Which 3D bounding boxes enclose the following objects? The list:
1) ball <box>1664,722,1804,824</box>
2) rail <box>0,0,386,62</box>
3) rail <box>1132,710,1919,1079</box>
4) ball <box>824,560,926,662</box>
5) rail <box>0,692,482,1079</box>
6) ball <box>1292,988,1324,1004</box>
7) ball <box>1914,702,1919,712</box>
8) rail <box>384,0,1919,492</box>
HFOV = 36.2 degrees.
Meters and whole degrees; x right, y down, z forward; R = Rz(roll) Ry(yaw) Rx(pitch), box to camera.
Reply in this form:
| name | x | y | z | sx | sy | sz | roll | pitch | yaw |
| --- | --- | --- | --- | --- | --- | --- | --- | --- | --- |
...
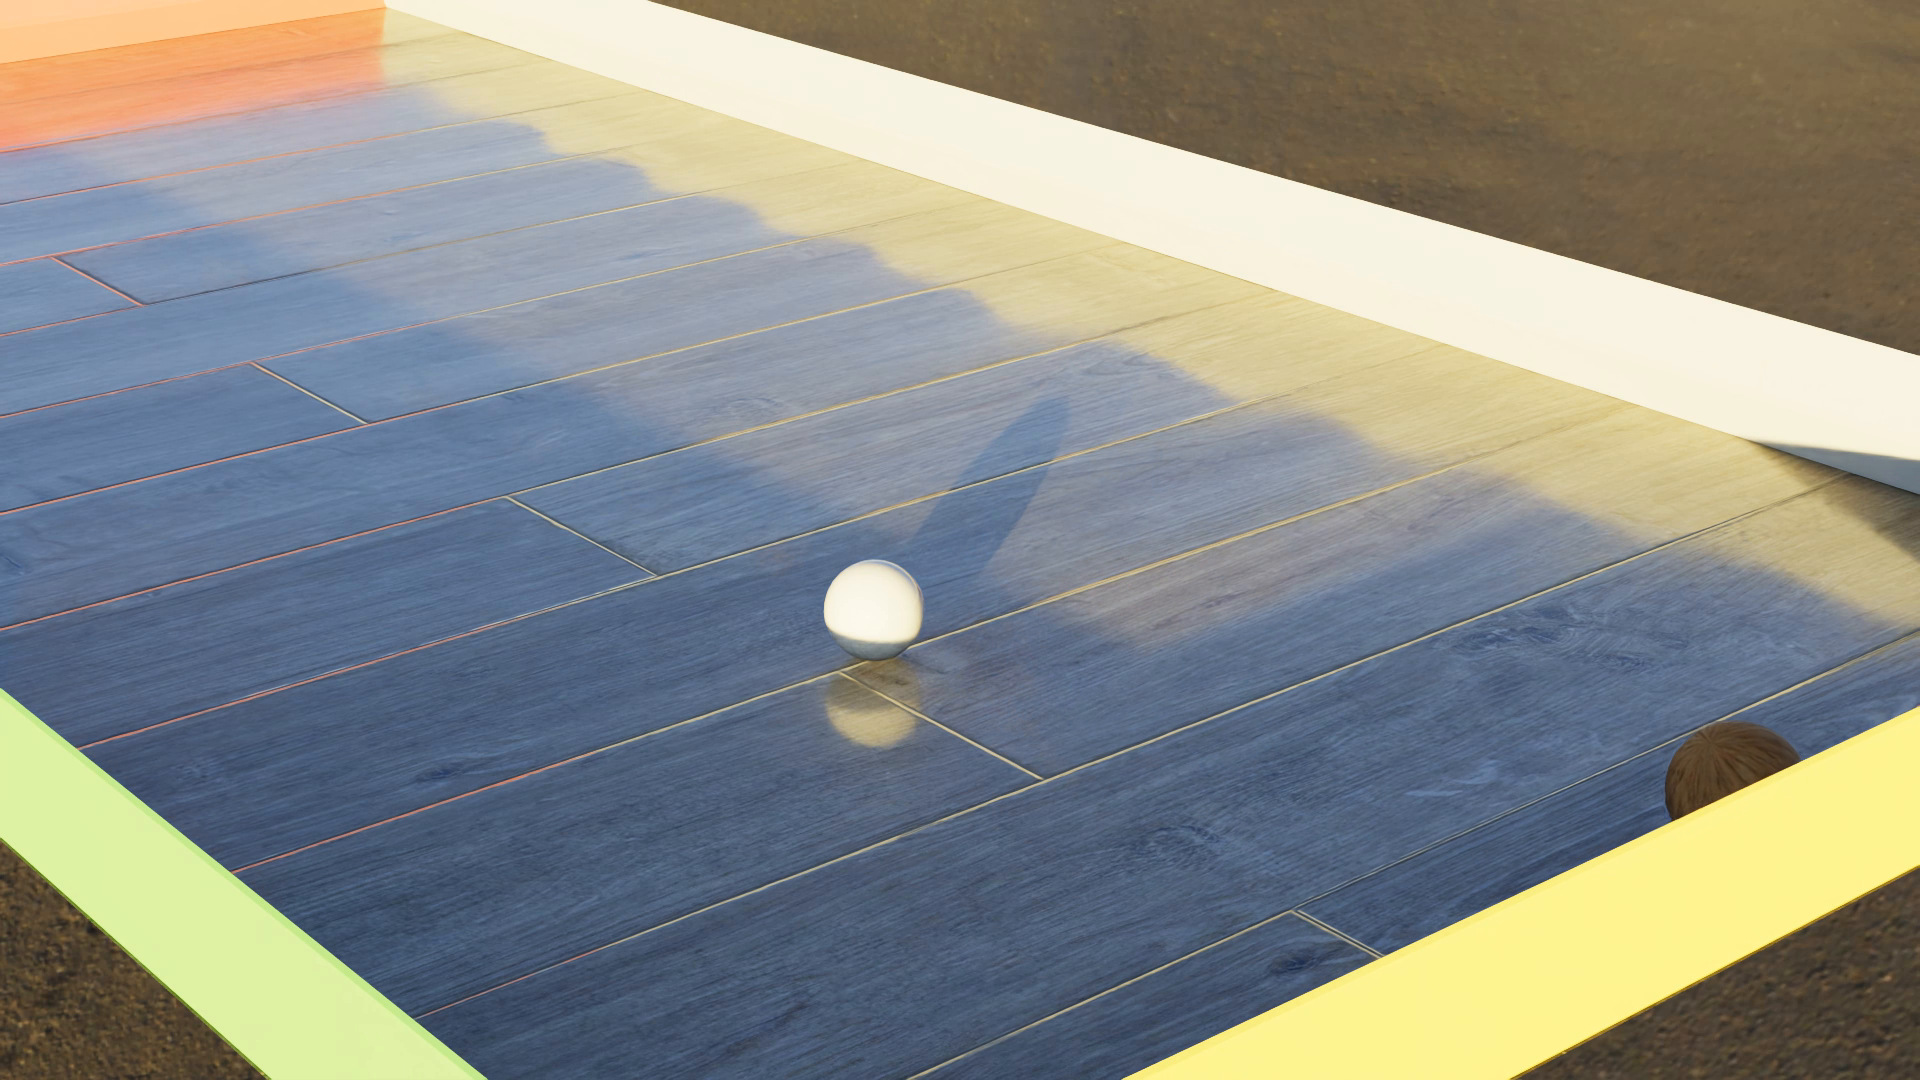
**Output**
| name | x | y | z | sx | sy | sz | roll | pitch | yaw |
| --- | --- | --- | --- | --- | --- | --- | --- | --- | --- |
| ball | 0.534 | 0.173 | 2.022 | 0.097 | 0.097 | 0.097 | 0 | 22 | 0 |
| rail | -1.528 | -0.713 | 4.184 | 1.627 | 0.126 | 0.045 | -17 | 28 | -36 |
| rail | 0.499 | 0.204 | 1.904 | 1.627 | 0.126 | 0.045 | -17 | 28 | -36 |
| ball | -0.068 | 0.056 | 2.335 | 0.081 | 0.081 | 0.081 | 0 | 22 | 0 |
| rail | -1.124 | -0.067 | 2.578 | 0.045 | 0.126 | 3.234 | -17 | 28 | -36 |
| ball | 0.220 | 0.299 | 1.752 | 0.064 | 0.064 | 0.064 | 0 | 22 | 0 |
| ball | 0.728 | 0.139 | 2.145 | 0.068 | 0.068 | 0.068 | 0 | 22 | 0 |
| rail | 0.095 | -0.442 | 3.510 | 0.045 | 0.126 | 3.234 | -17 | 28 | -36 |
